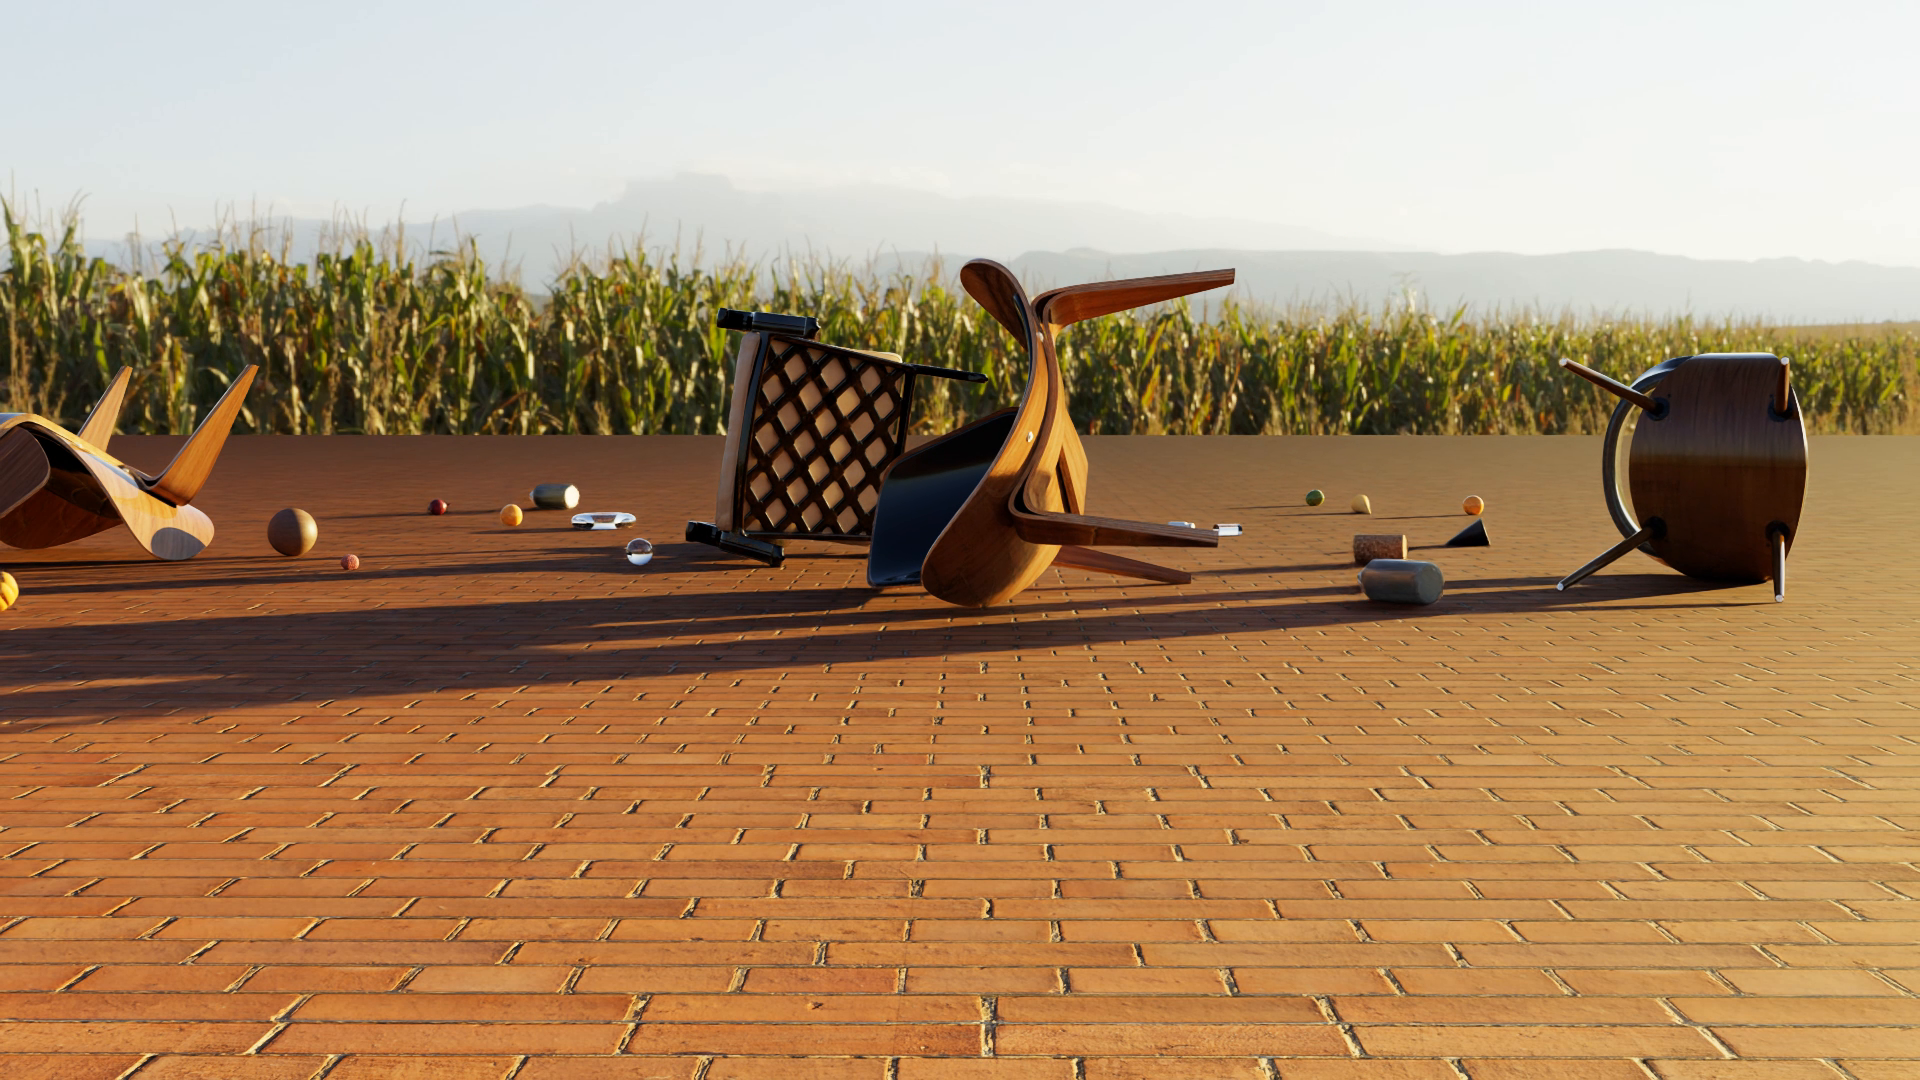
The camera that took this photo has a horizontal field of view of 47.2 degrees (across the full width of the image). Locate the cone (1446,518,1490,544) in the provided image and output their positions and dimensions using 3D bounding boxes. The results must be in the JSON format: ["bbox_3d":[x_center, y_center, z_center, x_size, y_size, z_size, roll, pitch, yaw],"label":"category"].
[{"bbox_3d":[1.458,-0.006,6.349,0.122,0.082,0.090,-18,-5,13],"label":"cone"}]

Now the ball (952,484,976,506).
[{"bbox_3d":[0.015,-0.173,8.404,0.090,0.090,0.090,0,4,0],"label":"ball"}]

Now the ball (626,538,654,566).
[{"bbox_3d":[-0.817,0.030,5.601,0.069,0.069,0.069,0,4,0],"label":"ball"}]

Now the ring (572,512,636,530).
[{"bbox_3d":[-1.149,-0.061,7.094,0.207,0.049,0.213,1,4,25],"label":"ring"}]
